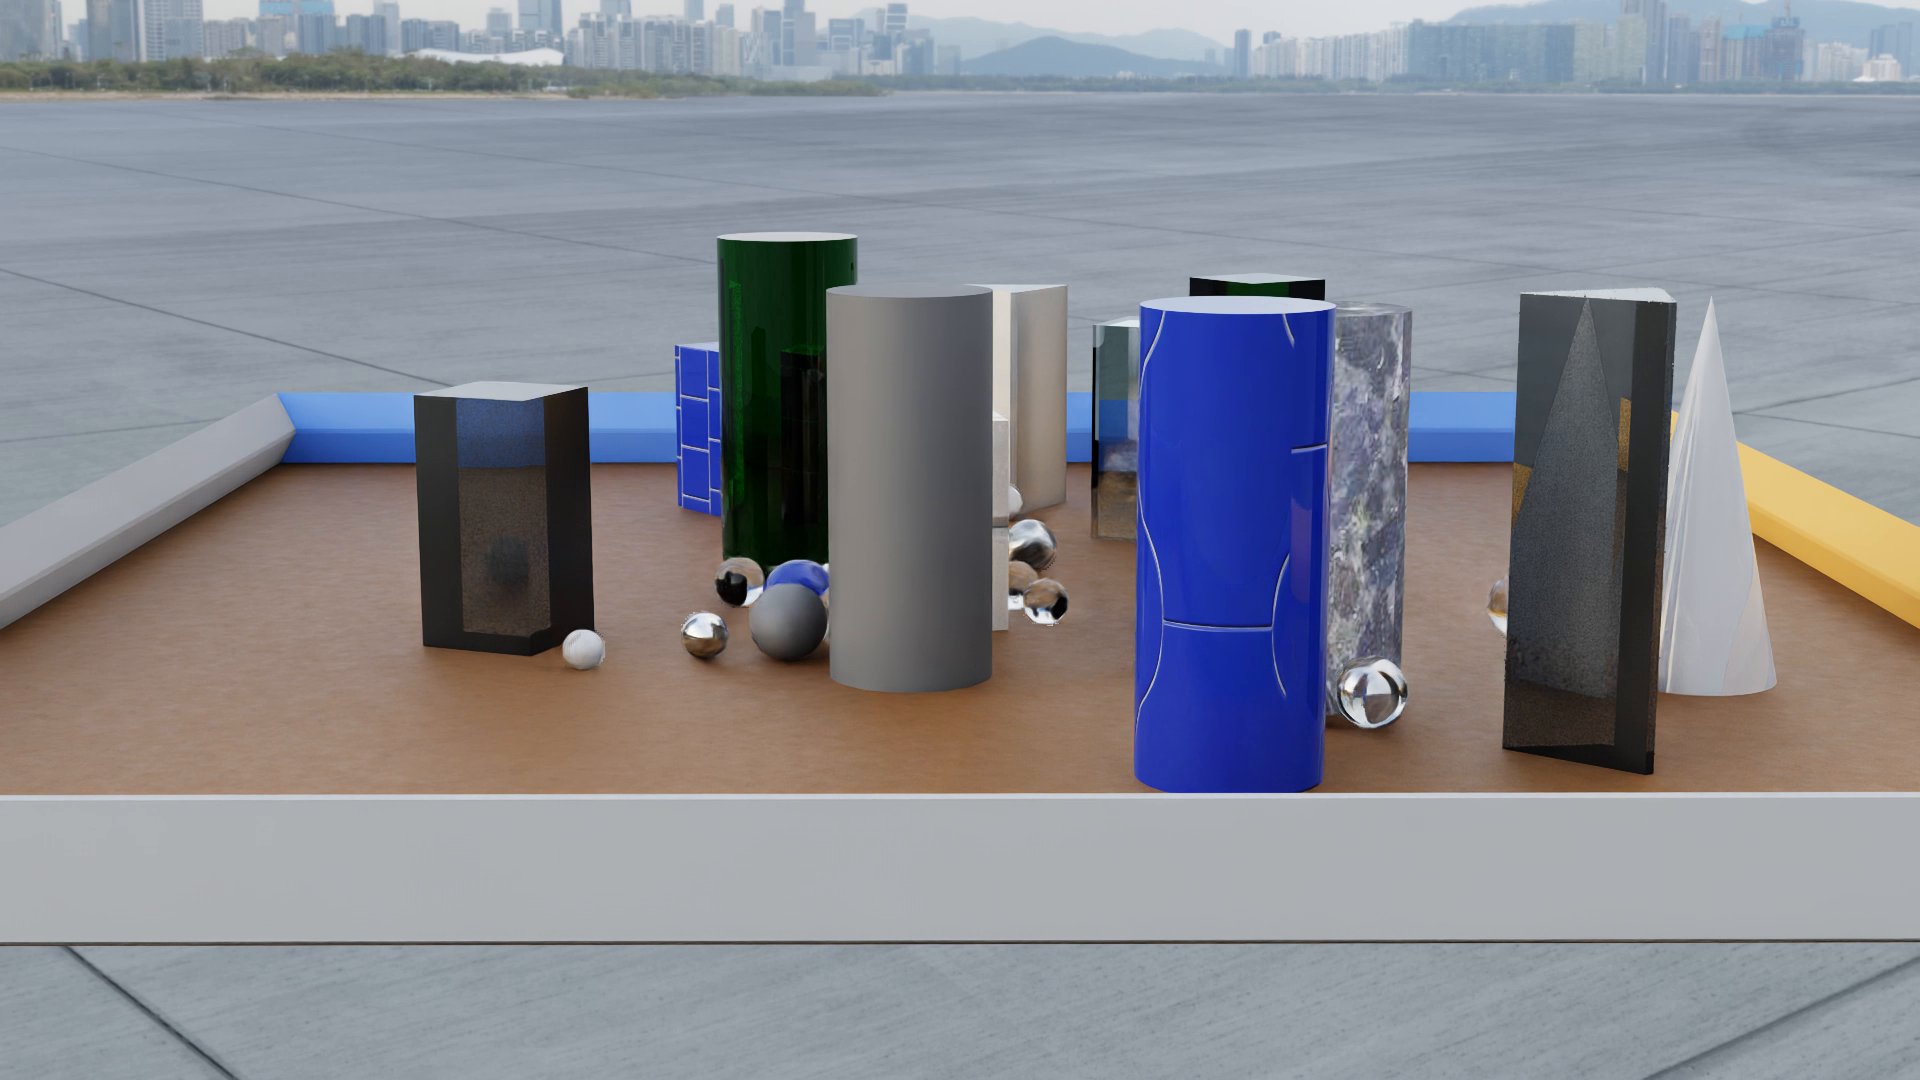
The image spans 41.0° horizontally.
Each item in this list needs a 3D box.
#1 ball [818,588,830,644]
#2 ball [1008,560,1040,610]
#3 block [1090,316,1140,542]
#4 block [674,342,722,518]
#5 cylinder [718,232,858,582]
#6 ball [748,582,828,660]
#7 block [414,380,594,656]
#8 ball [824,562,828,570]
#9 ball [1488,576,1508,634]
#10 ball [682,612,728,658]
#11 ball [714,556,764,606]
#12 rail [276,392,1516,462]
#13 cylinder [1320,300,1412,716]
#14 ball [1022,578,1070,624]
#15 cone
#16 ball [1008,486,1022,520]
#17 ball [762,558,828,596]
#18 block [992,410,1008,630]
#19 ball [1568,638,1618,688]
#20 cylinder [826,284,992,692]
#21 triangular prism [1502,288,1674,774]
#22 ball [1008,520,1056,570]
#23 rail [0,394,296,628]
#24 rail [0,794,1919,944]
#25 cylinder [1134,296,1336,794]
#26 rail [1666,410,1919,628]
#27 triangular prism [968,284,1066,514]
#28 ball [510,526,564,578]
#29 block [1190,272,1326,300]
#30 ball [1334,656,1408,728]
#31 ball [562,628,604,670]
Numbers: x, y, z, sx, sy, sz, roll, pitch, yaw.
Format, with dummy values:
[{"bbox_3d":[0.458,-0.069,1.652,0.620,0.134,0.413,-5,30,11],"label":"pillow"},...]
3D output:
[{"bbox_3d":[-0.146,0.095,3.246,0.081,0.081,0.081,0,10,0],"label":"ball"},{"bbox_3d":[0.075,0.061,3.474,0.067,0.067,0.067,0,10,0],"label":"ball"},{"bbox_3d":[0.308,-0.173,4.002,0.158,0.334,0.158,5,12,24],"label":"block"},{"bbox_3d":[-0.360,-0.186,4.248,0.158,0.271,0.158,-8,13,-38],"label":"block"},{"bbox_3d":[-0.242,-0.184,3.632,0.197,0.490,0.197,0,10,0],"label":"cylinder"},{"bbox_3d":[-0.213,0.101,3.173,0.097,0.097,0.097,0,10,0],"label":"ball"},{"bbox_3d":[-0.579,-0.031,3.270,0.158,0.321,0.158,4,11,22],"label":"block"},{"bbox_3d":[-0.173,0.054,3.552,0.050,0.050,0.050,0,10,0],"label":"ball"},{"bbox_3d":[0.722,0.084,3.295,0.086,0.086,0.086,0,10,0],"label":"ball"},{"bbox_3d":[-0.316,0.119,3.185,0.058,0.058,0.058,0,10,0],"label":"ball"},{"bbox_3d":[-0.300,0.056,3.492,0.069,0.069,0.069,0,10,0],"label":"ball"},{"bbox_3d":[-0.008,-0.205,4.734,2.514,0.128,0.045,0,10,0],"label":"rail"},{"bbox_3d":[0.416,-0.041,2.965,0.197,0.453,0.197,0,10,0],"label":"cylinder"},{"bbox_3d":[0.113,0.081,3.381,0.061,0.061,0.061,0,10,0],"label":"ball"},{"bbox_3d":[0.883,-0.062,3.055,0.197,0.460,0.197,0,10,0],"label":"cone"},{"bbox_3d":[0.072,-0.061,4.153,0.058,0.058,0.058,0,10,0],"label":"ball"},{"bbox_3d":[-0.207,0.074,3.316,0.099,0.099,0.099,0,10,0],"label":"ball"},{"bbox_3d":[-0.030,-0.029,3.386,0.158,0.276,0.158,-2,11,-11],"label":"block"},{"bbox_3d":[0.750,0.145,3.040,0.059,0.059,0.059,0,10,0],"label":"ball"},{"bbox_3d":[-0.059,-0.067,3.069,0.197,0.464,0.197,0,10,0],"label":"cylinder"},{"bbox_3d":[0.698,-0.018,2.731,0.171,0.491,0.148,9,13,39],"label":"triangular prism"},{"bbox_3d":[0.102,0.007,3.737,0.075,0.075,0.075,0,10,0],"label":"ball"},{"bbox_3d":[-1.233,0.034,3.442,0.045,0.128,2.661,0,10,0],"label":"rail"},{"bbox_3d":[0.008,0.271,2.164,2.514,0.128,0.045,0,10,0],"label":"rail"},{"bbox_3d":[0.279,0.003,2.627,0.197,0.488,0.197,0,10,0],"label":"cylinder"},{"bbox_3d":[1.233,0.032,3.456,0.045,0.128,2.661,0,10,0],"label":"rail"},{"bbox_3d":[0.070,-0.240,4.278,0.148,0.365,0.171,7,12,32],"label":"triangular prism"},{"bbox_3d":[-0.607,0.017,3.679,0.077,0.077,0.077,0,10,0],"label":"ball"},{"bbox_3d":[0.490,-0.246,4.268,0.158,0.380,0.158,-7,13,-34],"label":"block"},{"bbox_3d":[0.457,0.169,2.851,0.080,0.080,0.080,0,10,0],"label":"ball"},{"bbox_3d":[-0.460,0.133,3.129,0.050,0.050,0.050,0,10,0],"label":"ball"}]
